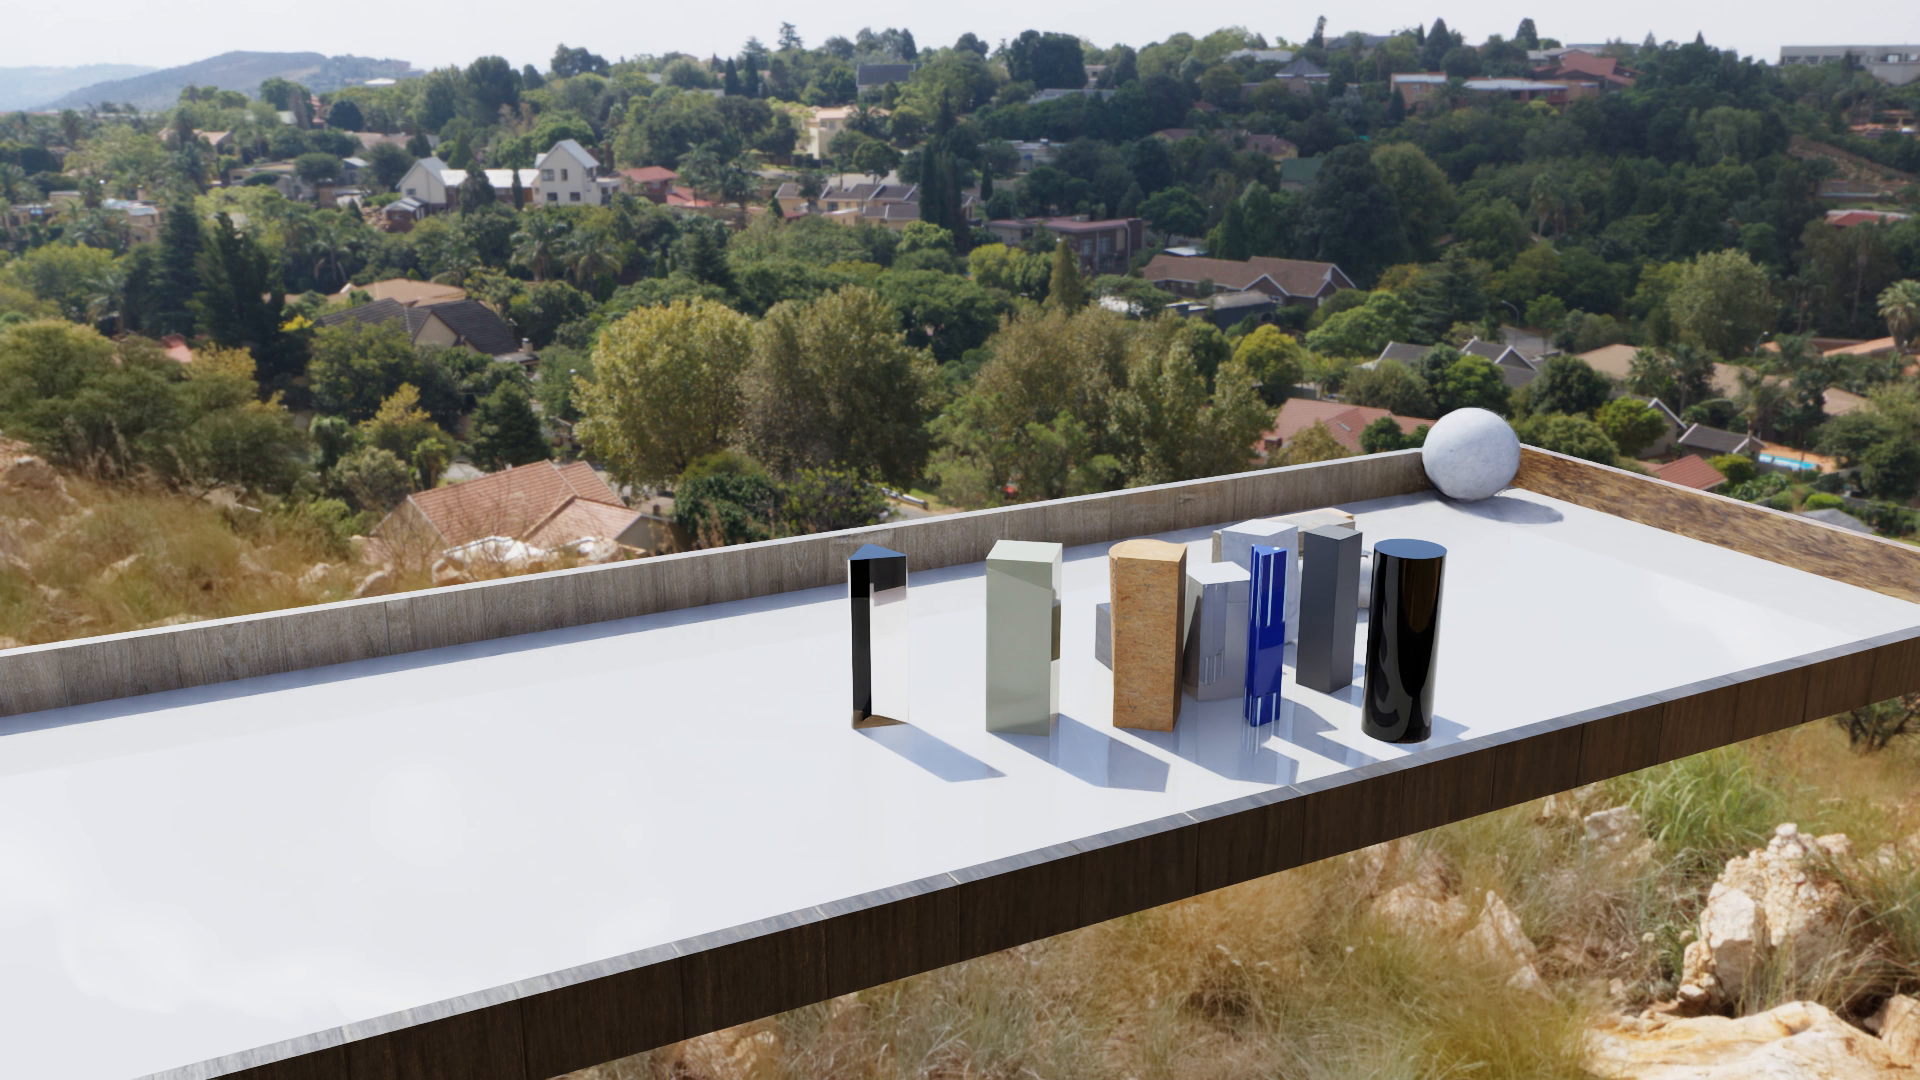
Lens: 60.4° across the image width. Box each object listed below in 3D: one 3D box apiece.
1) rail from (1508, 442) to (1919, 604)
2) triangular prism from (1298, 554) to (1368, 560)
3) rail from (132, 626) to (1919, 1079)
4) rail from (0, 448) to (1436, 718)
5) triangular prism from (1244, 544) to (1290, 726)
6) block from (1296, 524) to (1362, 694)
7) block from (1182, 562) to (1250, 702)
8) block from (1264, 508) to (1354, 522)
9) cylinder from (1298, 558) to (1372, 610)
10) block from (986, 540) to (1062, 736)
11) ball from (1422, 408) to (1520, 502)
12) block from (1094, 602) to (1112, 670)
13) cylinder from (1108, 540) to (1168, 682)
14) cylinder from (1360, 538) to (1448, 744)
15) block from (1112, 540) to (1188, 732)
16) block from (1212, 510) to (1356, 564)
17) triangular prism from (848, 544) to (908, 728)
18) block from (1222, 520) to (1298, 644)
[{"bbox_3d":[2.466,-0.048,5.253,0.050,0.150,2.100,-9,18,-27],"label":"rail"},{"bbox_3d":[0.985,0.104,4.788,0.404,0.114,0.132,-2,17,-7],"label":"triangular prism"},{"bbox_3d":[-2.336,1.006,1.665,12.000,0.150,0.050,-9,18,-27],"label":"rail"},{"bbox_3d":[-3.305,0.497,3.399,12.000,0.150,0.050,-9,18,-27],"label":"rail"},{"bbox_3d":[0.701,0.221,3.859,0.087,0.420,0.075,-11,20,-33],"label":"triangular prism"},{"bbox_3d":[0.911,0.170,4.075,0.100,0.396,0.100,-15,22,-42],"label":"block"},{"bbox_3d":[0.627,0.224,4.059,0.149,0.301,0.149,-5,17,-16],"label":"block"},{"bbox_3d":[1.080,-0.017,5.226,0.341,0.106,0.106,-9,19,-29],"label":"block"},{"bbox_3d":[0.930,0.129,4.664,0.455,0.142,0.142,-2,17,-8],"label":"cylinder"},{"bbox_3d":[0.148,0.227,3.835,0.151,0.421,0.151,3,17,11],"label":"block"},{"bbox_3d":[1.794,-0.300,5.793,0.328,0.328,0.328,0,16,0],"label":"ball"},{"bbox_3d":[0.552,0.239,4.279,0.371,0.149,0.149,-6,17,-19],"label":"block"},{"bbox_3d":[0.450,0.193,4.037,0.161,0.358,0.161,-3,21,1],"label":"cylinder"},{"bbox_3d":[1.016,0.231,3.783,0.161,0.443,0.161,0,16,0],"label":"cylinder"},{"bbox_3d":[0.444,0.224,3.856,0.140,0.416,0.140,4,17,15],"label":"block"},{"bbox_3d":[0.988,0.023,5.031,0.449,0.137,0.137,-10,19,-30],"label":"block"},{"bbox_3d":[-0.202,0.222,3.866,0.137,0.413,0.118,-4,17,-14],"label":"triangular prism"},{"bbox_3d":[0.800,0.117,4.390,0.143,0.309,0.143,-16,18,-43],"label":"block"}]
